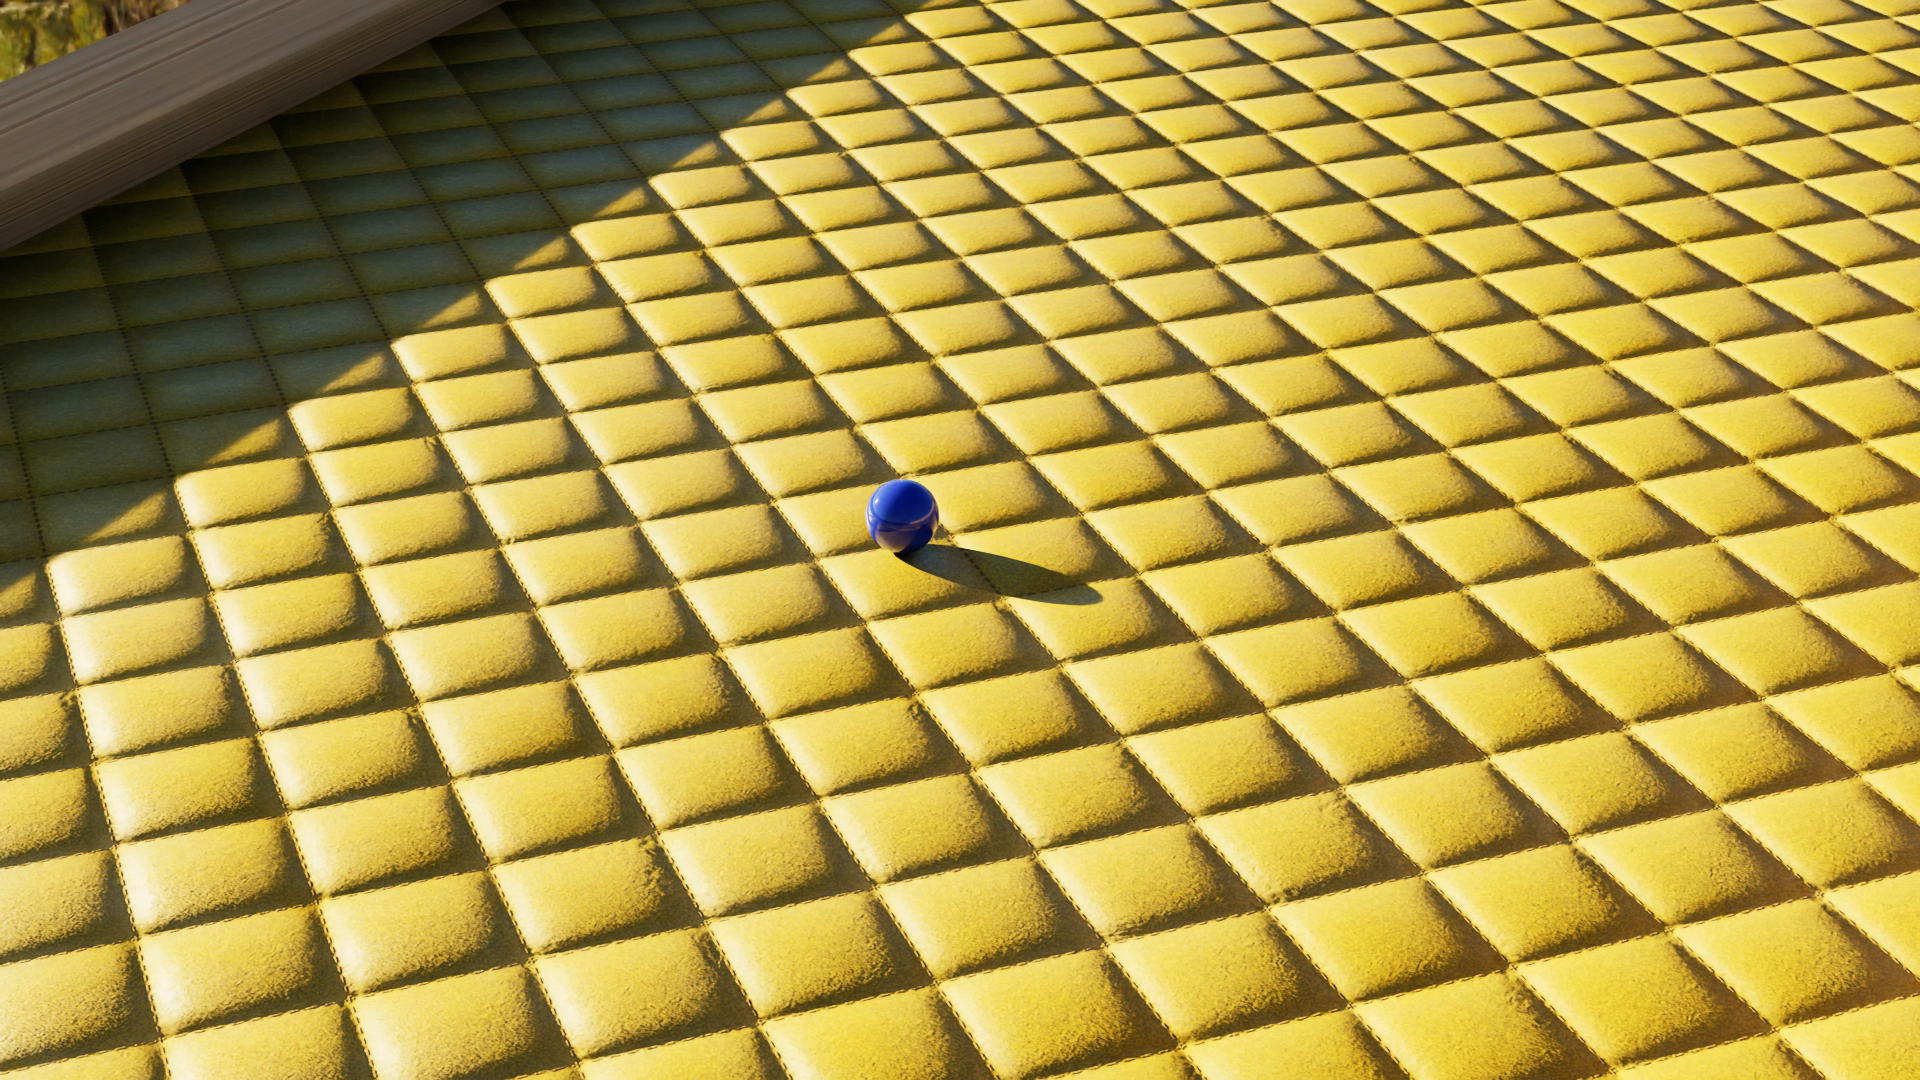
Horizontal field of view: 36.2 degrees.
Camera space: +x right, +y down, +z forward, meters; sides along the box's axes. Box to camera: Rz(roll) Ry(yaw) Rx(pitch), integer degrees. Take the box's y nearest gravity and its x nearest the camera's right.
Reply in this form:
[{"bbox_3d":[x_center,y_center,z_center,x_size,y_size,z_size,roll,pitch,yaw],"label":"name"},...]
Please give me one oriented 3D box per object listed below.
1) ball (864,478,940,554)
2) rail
[{"bbox_3d":[-0.035,-0.015,1.811,0.046,0.046,0.046,0,27,0],"label":"ball"},{"bbox_3d":[-0.452,-0.551,2.780,0.045,0.126,3.495,11,29,21],"label":"rail"}]
